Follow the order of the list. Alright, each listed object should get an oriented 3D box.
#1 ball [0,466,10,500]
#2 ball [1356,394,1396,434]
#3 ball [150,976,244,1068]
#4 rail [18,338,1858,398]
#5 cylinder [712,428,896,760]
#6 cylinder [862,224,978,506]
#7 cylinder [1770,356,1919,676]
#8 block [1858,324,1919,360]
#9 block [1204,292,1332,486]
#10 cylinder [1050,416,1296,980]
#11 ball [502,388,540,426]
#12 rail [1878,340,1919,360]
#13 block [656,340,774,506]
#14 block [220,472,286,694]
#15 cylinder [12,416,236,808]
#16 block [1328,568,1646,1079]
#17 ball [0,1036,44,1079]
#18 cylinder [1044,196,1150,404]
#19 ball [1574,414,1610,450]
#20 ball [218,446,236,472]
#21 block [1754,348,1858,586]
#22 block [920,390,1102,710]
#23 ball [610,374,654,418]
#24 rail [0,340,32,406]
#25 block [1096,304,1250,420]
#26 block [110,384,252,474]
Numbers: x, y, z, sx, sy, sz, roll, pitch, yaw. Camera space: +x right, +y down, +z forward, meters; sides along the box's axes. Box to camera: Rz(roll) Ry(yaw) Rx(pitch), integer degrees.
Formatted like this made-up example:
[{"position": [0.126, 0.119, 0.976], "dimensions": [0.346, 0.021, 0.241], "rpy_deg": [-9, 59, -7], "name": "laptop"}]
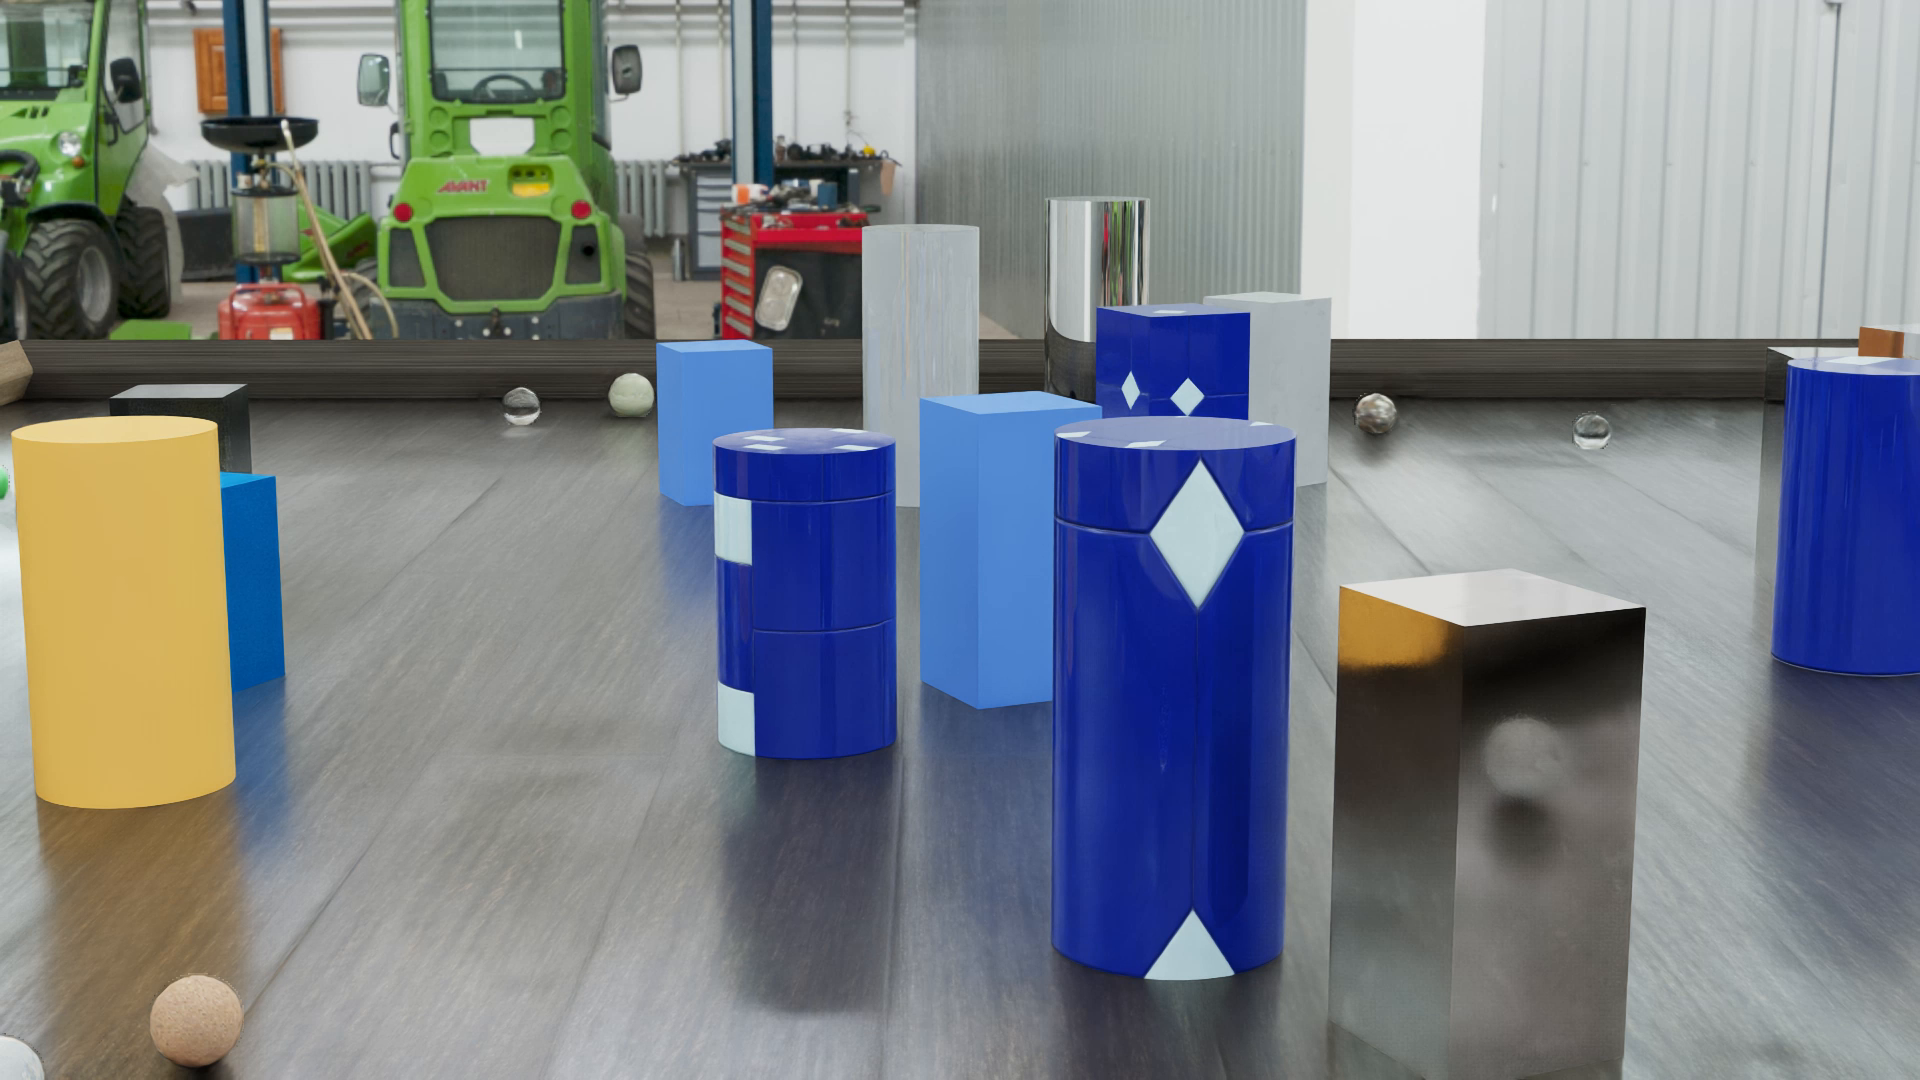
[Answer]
[{"position": [-1.629, -0.095, 4.286], "dimensions": [0.076, 0.076, 0.076], "rpy_deg": [0, 10, 0], "name": "ball"}, {"position": [0.829, -0.251, 5.116], "dimensions": [0.081, 0.081, 0.081], "rpy_deg": [0, 10, 0], "name": "ball"}, {"position": [-0.562, 0.354, 1.889], "dimensions": [0.066, 0.066, 0.066], "rpy_deg": [0, 10, 0], "name": "ball"}, {"position": [-0.013, -0.376, 5.657], "dimensions": [4.130, 0.128, 0.045], "rpy_deg": [0, 10, 0], "name": "rail"}, {"position": [-0.168, 0.054, 2.790], "dimensions": [0.197, 0.328, 0.197], "rpy_deg": [0, 10, 0], "name": "cylinder"}, {"position": [-0.066, -0.298, 4.338], "dimensions": [0.197, 0.457, 0.197], "rpy_deg": [0, 10, 0], "name": "cylinder"}, {"position": [1.111, -0.033, 3.159], "dimensions": [0.197, 0.366, 0.197], "rpy_deg": [0, 10, 0], "name": "cylinder"}, {"position": [1.278, -0.080, 3.344], "dimensions": [0.158, 0.390, 0.158], "rpy_deg": [-5, 12, -24], "name": "block"}, {"position": [0.538, -0.264, 4.515], "dimensions": [0.158, 0.327, 0.158], "rpy_deg": [-9, 14, -41], "name": "block"}, {"position": [0.175, 0.125, 2.126], "dimensions": [0.197, 0.432, 0.197], "rpy_deg": [0, 10, 0], "name": "cylinder"}, {"position": [-0.897, -0.273, 5.244], "dimensions": [0.077, 0.077, 0.077], "rpy_deg": [0, 10, 0], "name": "ball"}, {"position": [2.041, 0.031, 3.460], "dimensions": [0.045, 0.128, 4.538], "rpy_deg": [0, 10, 0], "name": "rail"}, {"position": [-0.417, -0.202, 4.367], "dimensions": [0.158, 0.258, 0.158], "rpy_deg": [-4, 11, -21], "name": "block"}, {"position": [-0.919, 0.051, 3.038], "dimensions": [0.158, 0.244, 0.158], "rpy_deg": [4, 11, 22], "name": "block"}, {"position": [-0.848, 0.069, 2.609], "dimensions": [0.197, 0.366, 0.197], "rpy_deg": [0, 10, 0], "name": "cylinder"}, {"position": [0.389, 0.209, 1.915], "dimensions": [0.158, 0.342, 0.158], "rpy_deg": [-5, 12, -24], "name": "block"}, {"position": [-0.669, 0.376, 1.781], "dimensions": [0.063, 0.063, 0.063], "rpy_deg": [0, 10, 0], "name": "ball"}, {"position": [0.257, -0.404, 4.850], "dimensions": [0.197, 0.479, 0.197], "rpy_deg": [0, 10, 0], "name": "cylinder"}, {"position": [1.209, -0.206, 4.906], "dimensions": [0.069, 0.069, 0.069], "rpy_deg": [0, 10, 0], "name": "ball"}, {"position": [-1.315, -0.135, 4.536], "dimensions": [0.065, 0.065, 0.065], "rpy_deg": [0, 10, 0], "name": "ball"}, {"position": [1.230, -0.099, 3.618], "dimensions": [0.158, 0.328, 0.158], "rpy_deg": [0, 11, 2], "name": "block"}, {"position": [0.058, 0.007, 3.010], "dimensions": [0.158, 0.341, 0.158], "rpy_deg": [-5, 12, -25], "name": "block"}, {"position": [-0.685, -0.301, 5.353], "dimensions": [0.094, 0.094, 0.094], "rpy_deg": [0, 10, 0], "name": "ball"}, {"position": [-2.041, 0.035, 3.437], "dimensions": [0.045, 0.128, 4.538], "rpy_deg": [0, 10, 0], "name": "rail"}, {"position": [0.298, -0.131, 3.627], "dimensions": [0.158, 0.388, 0.158], "rpy_deg": [-5, 12, -24], "name": "block"}, {"position": [-1.126, -0.086, 3.726], "dimensions": [0.158, 0.263, 0.158], "rpy_deg": [0, 11, -3], "name": "block"}]
